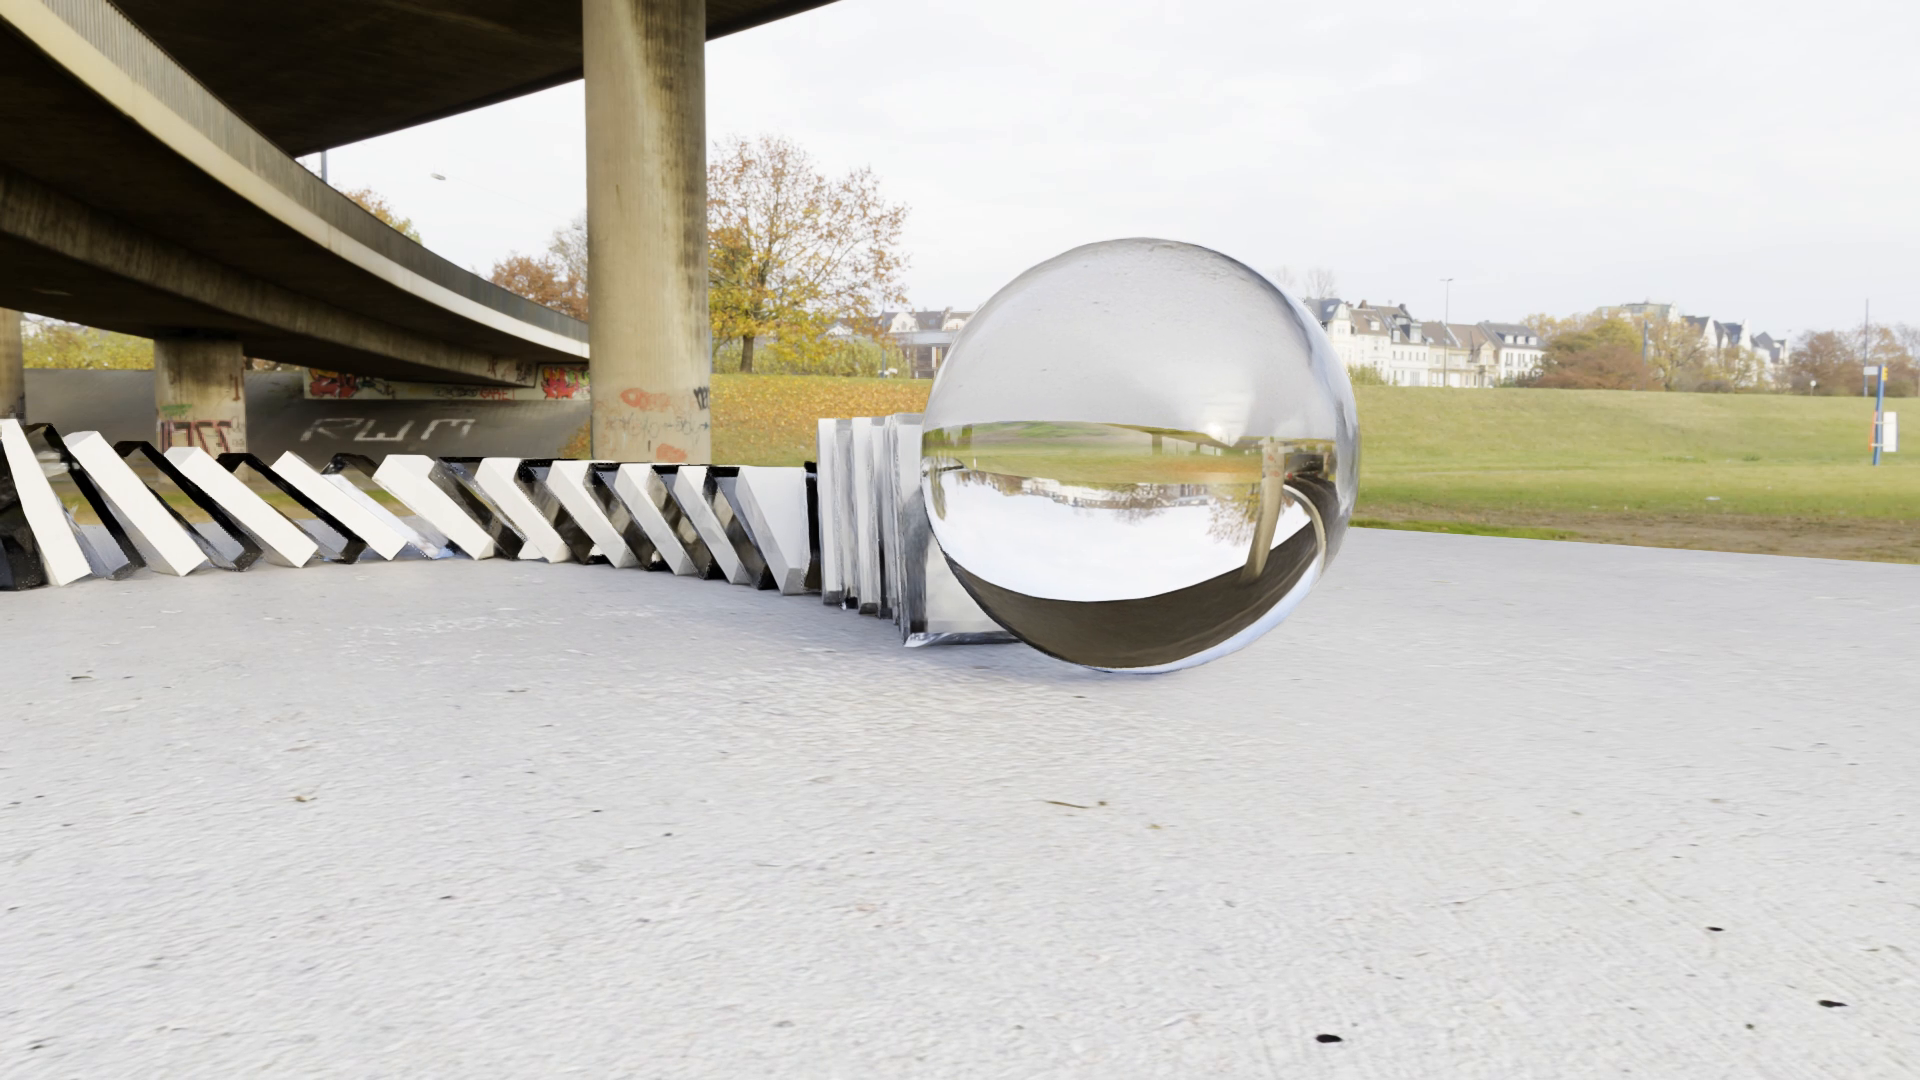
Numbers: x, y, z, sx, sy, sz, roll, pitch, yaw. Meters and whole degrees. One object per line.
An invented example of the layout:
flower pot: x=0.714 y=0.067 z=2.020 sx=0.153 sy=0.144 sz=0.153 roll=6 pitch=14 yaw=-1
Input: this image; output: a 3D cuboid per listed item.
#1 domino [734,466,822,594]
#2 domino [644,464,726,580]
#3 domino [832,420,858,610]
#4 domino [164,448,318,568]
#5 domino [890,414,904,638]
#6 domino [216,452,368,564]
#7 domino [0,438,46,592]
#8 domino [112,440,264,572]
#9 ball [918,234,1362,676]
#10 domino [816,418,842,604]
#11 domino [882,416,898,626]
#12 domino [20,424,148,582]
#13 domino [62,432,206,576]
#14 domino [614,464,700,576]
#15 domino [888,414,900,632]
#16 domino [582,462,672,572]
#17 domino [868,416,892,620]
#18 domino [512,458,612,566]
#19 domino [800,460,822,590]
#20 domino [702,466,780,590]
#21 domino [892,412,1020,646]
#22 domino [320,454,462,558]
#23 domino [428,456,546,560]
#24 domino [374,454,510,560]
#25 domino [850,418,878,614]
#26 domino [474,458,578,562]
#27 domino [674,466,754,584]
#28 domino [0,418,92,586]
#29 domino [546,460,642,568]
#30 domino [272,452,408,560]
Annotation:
domino: x=-0.047 y=-0.004 z=0.380 sx=0.025 sy=0.009 sz=0.050 roll=-1 pitch=37 yaw=-28
domino: x=-0.082 y=-0.007 z=0.422 sx=0.025 sy=0.009 sz=0.050 roll=-3 pitch=39 yaw=-39
domino: x=-0.019 y=-0.007 z=0.337 sx=0.025 sy=0.050 sz=0.009 roll=-1 pitch=-22 yaw=-11
domino: x=-0.245 y=-0.011 z=0.434 sx=0.025 sy=0.009 sz=0.050 roll=4 pitch=-38 yaw=41
domino: x=-0.002 y=-0.004 z=0.286 sx=0.025 sy=0.050 sz=0.010 roll=-1 pitch=-20 yaw=-10
domino: x=-0.235 y=-0.011 z=0.448 sx=0.025 sy=0.009 sz=0.050 roll=4 pitch=-35 yaw=41
domino: x=-0.284 y=-0.010 z=0.368 sx=0.025 sy=0.050 sz=0.009 roll=1 pitch=20 yaw=10
domino: x=-0.256 y=-0.011 z=0.422 sx=0.025 sy=0.050 sz=0.009 roll=4 pitch=47 yaw=41
ball: x=0.032 y=-0.015 z=0.237 sx=0.080 sy=0.080 sz=0.080 roll=0 pitch=4 yaw=0
domino: x=-0.025 y=-0.008 z=0.347 sx=0.025 sy=0.050 sz=0.009 roll=0 pitch=-23 yaw=-12
domino: x=-0.004 y=-0.005 z=0.307 sx=0.025 sy=0.050 sz=0.009 roll=-1 pitch=-20 yaw=-10
domino: x=-0.275 y=-0.012 z=0.398 sx=0.025 sy=0.050 sz=0.009 roll=4 pitch=34 yaw=41
domino: x=-0.266 y=-0.011 z=0.410 sx=0.025 sy=0.050 sz=0.009 roll=4 pitch=41 yaw=41
domino: x=-0.095 y=-0.008 z=0.435 sx=0.025 sy=0.009 sz=0.050 roll=-4 pitch=39 yaw=-42
domino: x=-0.003 y=-0.004 z=0.297 sx=0.025 sy=0.050 sz=0.010 roll=-1 pitch=-20 yaw=-10
domino: x=-0.108 y=-0.009 z=0.447 sx=0.025 sy=0.010 sz=0.050 roll=-4 pitch=40 yaw=-45
domino: x=-0.009 y=-0.006 z=0.317 sx=0.025 sy=0.050 sz=0.009 roll=-1 pitch=-20 yaw=-10
domino: x=-0.138 y=-0.011 z=0.468 sx=0.050 sy=0.010 sz=0.025 roll=43 pitch=27 yaw=26
domino: x=-0.032 y=-0.004 z=0.369 sx=0.025 sy=0.010 sz=0.050 roll=7 pitch=34 yaw=-14
domino: x=-0.059 y=-0.005 z=0.394 sx=0.025 sy=0.009 sz=0.050 roll=-3 pitch=38 yaw=-33
domino: x=0.000 y=-0.003 z=0.276 sx=0.025 sy=0.050 sz=0.010 roll=-1 pitch=-20 yaw=-10
domino: x=-0.209 y=-0.013 z=0.477 sx=0.050 sy=0.009 sz=0.025 roll=38 pitch=0 yaw=-5
domino: x=-0.172 y=-0.012 z=0.481 sx=0.050 sy=0.009 sz=0.025 roll=40 pitch=16 yaw=15
domino: x=-0.191 y=-0.013 z=0.481 sx=0.050 sy=0.009 sz=0.025 roll=38 pitch=8 yaw=5
domino: x=-0.014 y=-0.007 z=0.327 sx=0.025 sy=0.050 sz=0.010 roll=-1 pitch=-21 yaw=-10
domino: x=-0.154 y=-0.012 z=0.476 sx=0.050 sy=0.010 sz=0.025 roll=42 pitch=23 yaw=22
domino: x=-0.070 y=-0.006 z=0.408 sx=0.025 sy=0.009 sz=0.050 roll=-3 pitch=38 yaw=-36
domino: x=-0.282 y=-0.011 z=0.384 sx=0.025 sy=0.050 sz=0.009 roll=2 pitch=27 yaw=28
domino: x=-0.123 y=-0.010 z=0.458 sx=0.050 sy=0.009 sz=0.025 roll=44 pitch=28 yaw=28
domino: x=-0.225 y=-0.012 z=0.467 sx=0.050 sy=0.010 sz=0.025 roll=41 pitch=-12 yaw=-19
